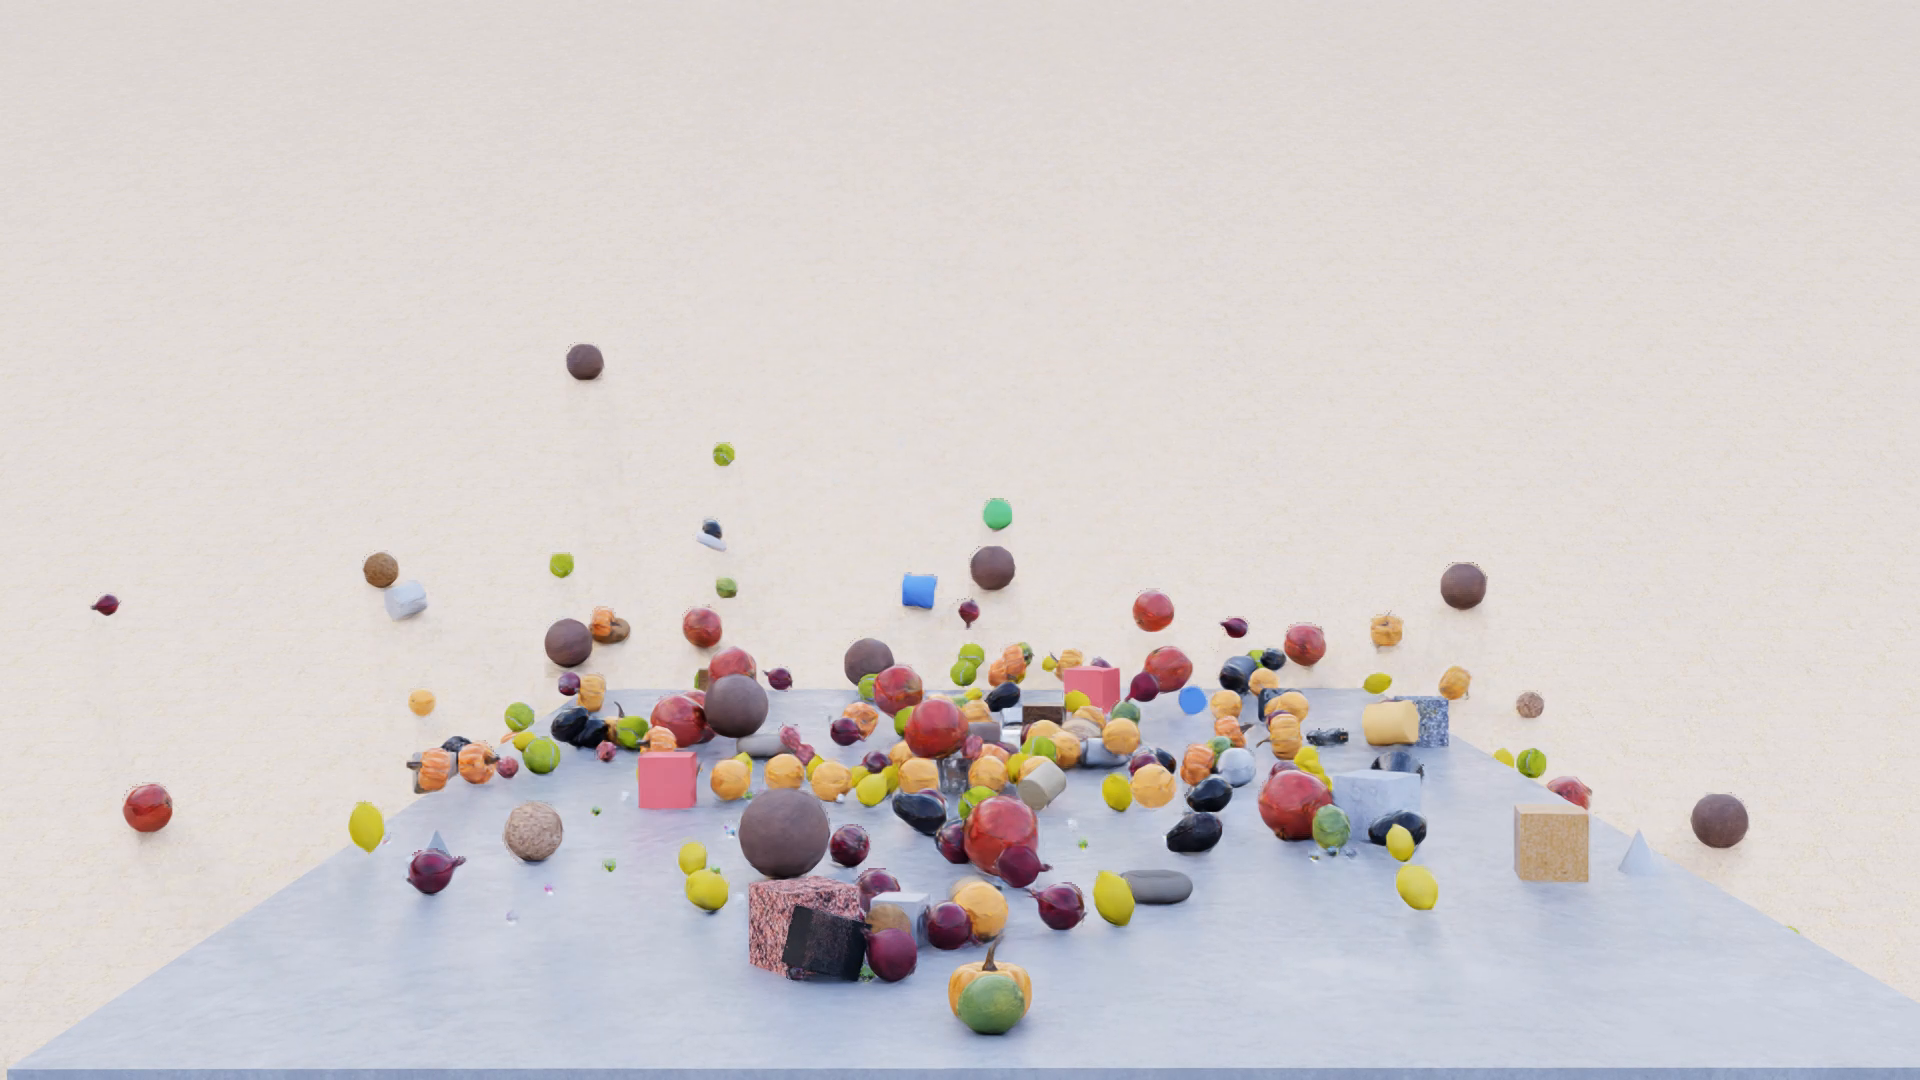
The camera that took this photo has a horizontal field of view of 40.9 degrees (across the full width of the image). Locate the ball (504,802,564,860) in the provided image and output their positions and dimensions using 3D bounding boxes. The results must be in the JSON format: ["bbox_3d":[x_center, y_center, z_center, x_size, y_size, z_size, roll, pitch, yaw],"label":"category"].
[{"bbox_3d":[-0.633,0.433,3.828,0.087,0.087,0.087,0,24,0],"label":"ball"}]

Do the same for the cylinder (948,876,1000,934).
[{"bbox_3d":[0.017,0.464,3.285,0.063,0.063,0.063,-1,2,-3],"label":"cylinder"}]

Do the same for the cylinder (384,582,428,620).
[{"bbox_3d":[-1.536,0.167,7.133,0.087,0.087,0.087,-20,31,-40],"label":"cylinder"}]

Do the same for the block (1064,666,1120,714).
[{"bbox_3d":[0.307,0.349,5.989,0.100,0.100,0.100,1,2,27],"label":"block"}]

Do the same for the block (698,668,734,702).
[{"bbox_3d":[-0.590,0.350,6.229,0.080,0.080,0.080,0,2,-1],"label":"block"}]

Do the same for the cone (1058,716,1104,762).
[{"bbox_3d":[0.229,0.411,5.057,0.093,0.093,0.093,4,29,10],"label":"cone"}]

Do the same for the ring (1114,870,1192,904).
[{"bbox_3d":[0.262,0.470,3.497,0.106,0.035,0.106,1,2,0],"label":"ring"}]

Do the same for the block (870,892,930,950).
[{"bbox_3d":[-0.073,0.470,3.181,0.059,0.059,0.059,1,2,16],"label":"block"}]

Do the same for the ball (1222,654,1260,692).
[{"bbox_3d":[0.701,0.335,6.441,0.094,0.094,0.094,0,24,0],"label":"ball"}]

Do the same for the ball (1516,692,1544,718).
[{"bbox_3d":[1.459,0.422,6.589,0.069,0.069,0.069,0,24,0],"label":"ball"}]

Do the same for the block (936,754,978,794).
[{"bbox_3d":[-0.005,0.417,4.600,0.063,0.063,0.063,-1,2,-15],"label":"block"}]

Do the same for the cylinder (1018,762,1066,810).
[{"bbox_3d":[0.139,0.417,4.365,0.060,0.060,0.060,18,35,34],"label":"cylinder"}]

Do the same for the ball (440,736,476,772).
[{"bbox_3d":[-1.234,0.527,6.329,0.089,0.089,0.089,0,24,0],"label":"ball"}]

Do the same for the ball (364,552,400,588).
[{"bbox_3d":[-1.641,0.085,7.305,0.100,0.100,0.100,0,24,0],"label":"ball"}]

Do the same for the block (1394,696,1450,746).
[{"bbox_3d":[0.954,0.374,5.327,0.096,0.096,0.096,0,2,-1],"label":"block"}]

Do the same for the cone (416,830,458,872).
[{"bbox_3d":[-0.762,0.450,3.749,0.059,0.059,0.059,0,2,0],"label":"cone"}]

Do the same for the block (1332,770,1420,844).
[{"bbox_3d":[0.655,0.418,4.049,0.099,0.099,0.099,2,3,40],"label":"block"}]

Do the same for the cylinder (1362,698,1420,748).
[{"bbox_3d":[0.878,0.374,5.244,0.087,0.087,0.087,-14,16,28],"label":"cylinder"}]

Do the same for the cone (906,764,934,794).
[{"bbox_3d":[-0.072,0.422,4.585,0.054,0.054,0.054,0,2,0],"label":"cone"}]

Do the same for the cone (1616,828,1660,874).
[{"bbox_3d":[0.982,0.447,3.728,0.063,0.063,0.063,0,2,0],"label":"cone"}]

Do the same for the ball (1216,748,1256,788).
[{"bbox_3d":[0.500,0.410,4.649,0.072,0.072,0.072,0,24,0],"label":"ball"}]

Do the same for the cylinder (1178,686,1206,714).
[{"bbox_3d":[0.535,0.369,5.944,0.060,0.060,0.060,1,1,1],"label":"cylinder"}]

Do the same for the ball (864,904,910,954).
[{"bbox_3d":[-0.089,0.472,3.123,0.059,0.059,0.059,0,24,0],"label":"ball"}]

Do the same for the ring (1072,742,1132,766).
[{"bbox_3d":[0.277,0.414,4.998,0.116,0.039,0.116,-1,6,0],"label":"ring"}]

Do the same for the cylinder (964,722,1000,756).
[{"bbox_3d":[0.043,0.396,5.110,0.067,0.067,0.067,0,24,-5],"label":"cylinder"}]

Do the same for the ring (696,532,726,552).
[{"bbox_3d":[-0.714,0.006,7.392,0.097,0.032,0.097,25,-1,1],"label":"ring"}]

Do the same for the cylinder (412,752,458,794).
[{"bbox_3d":[-1.048,0.464,5.136,0.081,0.081,0.081,0,23,-17],"label":"cylinder"}]

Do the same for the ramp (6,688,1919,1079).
[{"bbox_3d":[0.055,0.500,4.546,2.000,0.100,4.000,0,2,0],"label":"ramp"}]

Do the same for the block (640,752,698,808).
[{"bbox_3d":[-0.500,0.411,4.419,0.088,0.088,0.088,0,2,1],"label":"block"}]

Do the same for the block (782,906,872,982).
[{"bbox_3d":[-0.154,0.465,2.973,0.067,0.067,0.067,18,-8,-32],"label":"block"}]

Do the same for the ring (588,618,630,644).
[{"bbox_3d":[-0.958,0.246,7.021,0.116,0.039,0.116,-1,24,0],"label":"ring"}]

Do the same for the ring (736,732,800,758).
[{"bbox_3d":[-0.381,0.407,5.113,0.130,0.043,0.130,-4,0,0],"label":"ring"}]

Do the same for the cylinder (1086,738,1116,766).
[{"bbox_3d":[0.269,0.405,4.919,0.053,0.053,0.053,3,24,0],"label":"cylinder"}]

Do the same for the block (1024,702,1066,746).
[{"bbox_3d":[0.175,0.381,5.348,0.081,0.081,0.081,0,2,7],"label":"block"}]

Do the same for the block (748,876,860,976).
[{"bbox_3d":[-0.185,0.456,3.050,0.096,0.096,0.096,-1,2,-33],"label":"block"}]

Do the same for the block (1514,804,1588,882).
[{"bbox_3d":[0.846,0.433,3.689,0.095,0.095,0.095,0,2,7],"label":"block"}]

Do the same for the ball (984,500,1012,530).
[{"bbox_3d":[0.113,-0.075,7.675,0.089,0.089,0.089,0,24,0],"label":"ball"}]

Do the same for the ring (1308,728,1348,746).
[{"bbox_3d":[0.761,0.407,5.327,0.087,0.029,0.087,-4,1,0],"label":"ring"}]

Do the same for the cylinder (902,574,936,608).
[{"bbox_3d":[-0.115,0.143,7.178,0.087,0.087,0.087,5,24,2],"label":"cylinder"}]

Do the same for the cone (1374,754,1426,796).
[{"bbox_3d":[0.753,0.432,4.460,0.094,0.094,0.094,8,18,17],"label":"cone"}]
